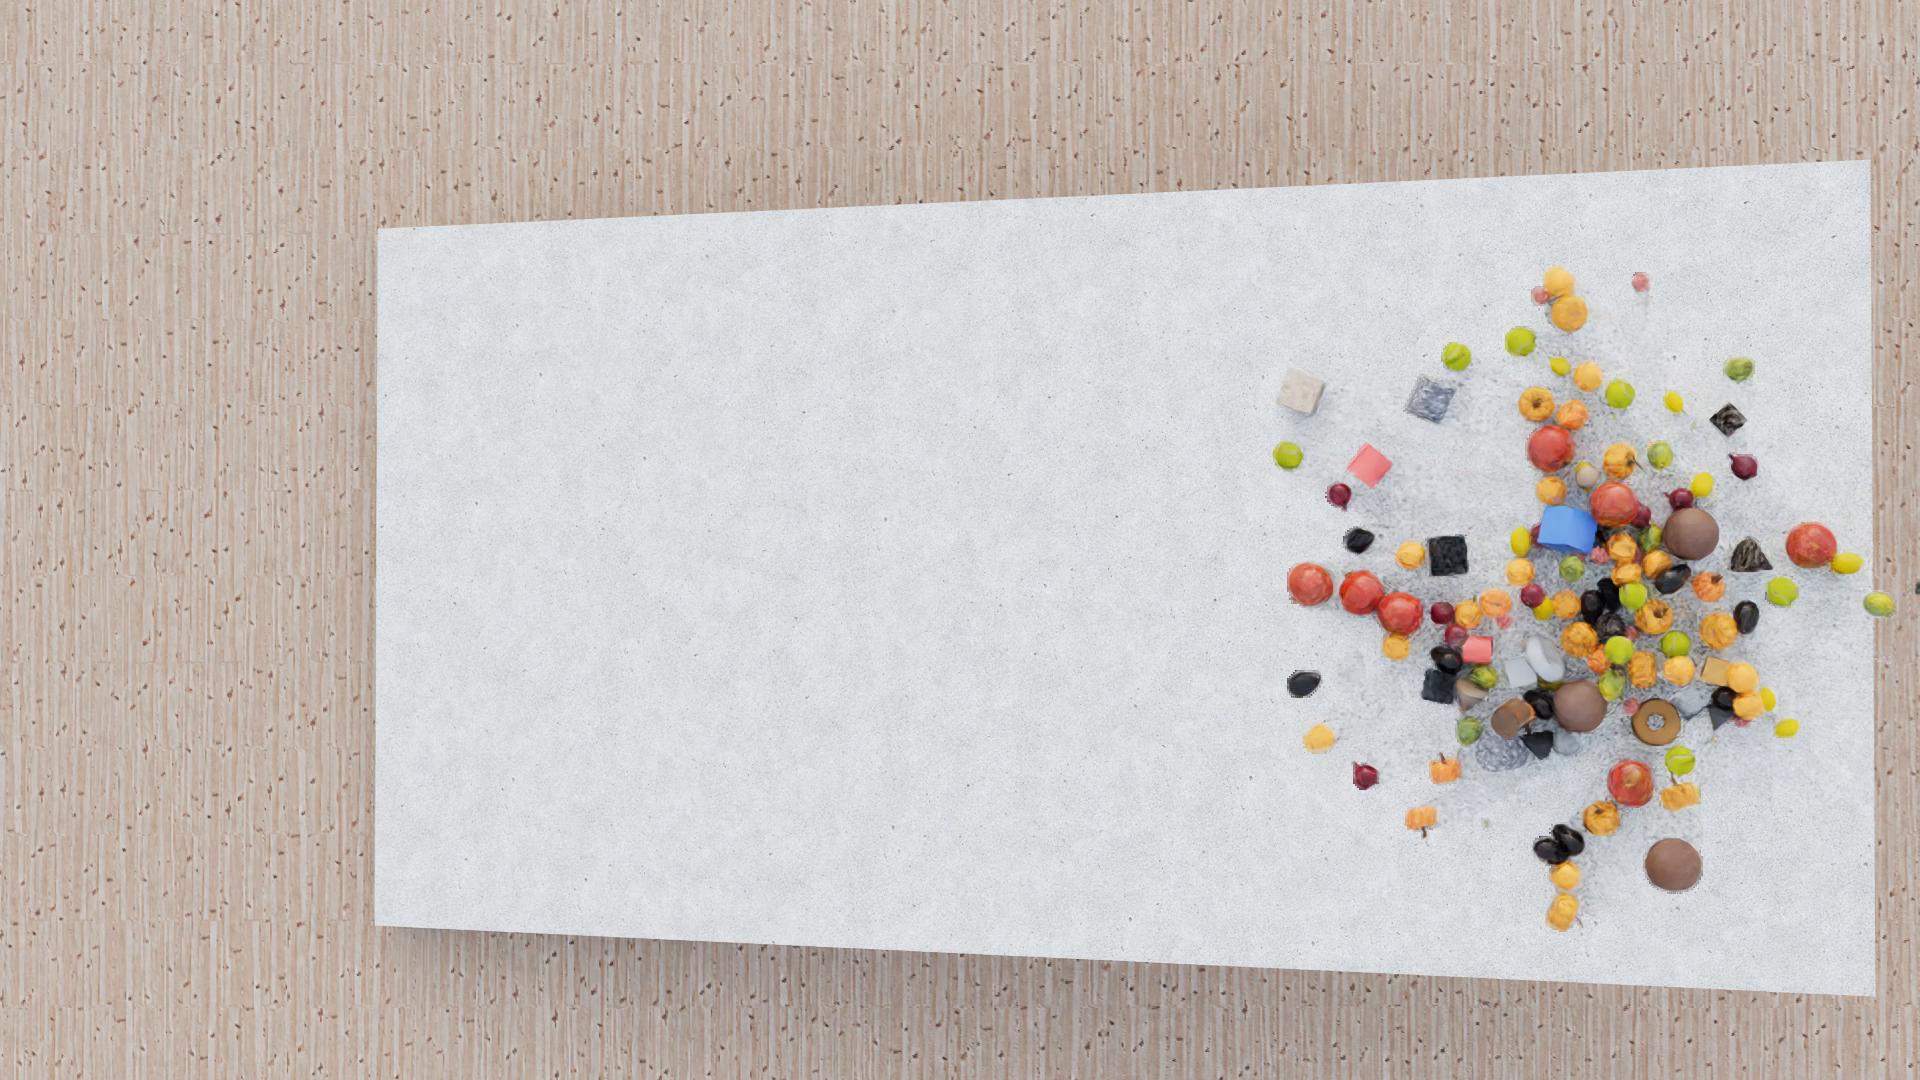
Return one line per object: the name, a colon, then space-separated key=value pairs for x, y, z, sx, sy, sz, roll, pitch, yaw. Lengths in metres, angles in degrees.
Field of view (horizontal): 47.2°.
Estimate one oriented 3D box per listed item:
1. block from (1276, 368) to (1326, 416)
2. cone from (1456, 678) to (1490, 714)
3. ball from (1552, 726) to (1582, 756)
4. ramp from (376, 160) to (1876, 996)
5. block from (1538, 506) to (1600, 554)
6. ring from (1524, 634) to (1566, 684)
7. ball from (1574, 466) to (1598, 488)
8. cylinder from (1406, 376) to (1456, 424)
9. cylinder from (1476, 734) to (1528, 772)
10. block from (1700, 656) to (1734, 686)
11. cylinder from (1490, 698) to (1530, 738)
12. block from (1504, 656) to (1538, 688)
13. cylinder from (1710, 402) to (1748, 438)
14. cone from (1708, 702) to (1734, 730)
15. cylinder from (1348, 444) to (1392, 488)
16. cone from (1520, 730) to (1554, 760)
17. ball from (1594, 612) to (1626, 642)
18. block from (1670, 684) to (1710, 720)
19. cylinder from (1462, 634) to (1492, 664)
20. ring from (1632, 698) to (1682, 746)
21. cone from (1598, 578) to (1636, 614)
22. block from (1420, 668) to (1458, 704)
block: x=0.866 y=-0.373 z=5.577 sx=0.091 sy=0.091 sz=0.091 roll=22 pitch=95 yaw=15
cone: x=1.264 y=0.403 z=5.483 sx=0.087 sy=0.087 sz=0.087 roll=12 pitch=120 yaw=0
ball: x=1.489 y=0.493 z=5.402 sx=0.074 sy=0.074 sz=0.074 roll=0 pitch=89 yaw=0
ramp: x=0.266 y=0.097 z=5.833 sx=4.000 sy=0.100 sz=2.000 roll=0 pitch=89 yaw=15
block: x=1.486 y=-0.024 z=5.373 sx=0.092 sy=0.092 sz=0.092 roll=19 pitch=82 yaw=-32
ring: x=1.432 y=0.291 z=5.387 sx=0.044 sy=0.132 sz=0.132 roll=-38 pitch=89 yaw=34
ball: x=1.527 y=-0.154 z=5.358 sx=0.056 sy=0.056 sz=0.056 roll=0 pitch=89 yaw=0
cylinder: x=1.175 y=-0.349 z=5.491 sx=0.092 sy=0.092 sz=0.092 roll=24 pitch=96 yaw=0
cylinder: x=1.334 y=0.522 z=5.417 sx=0.095 sy=0.095 sz=0.095 roll=0 pitch=91 yaw=41
block: x=1.830 y=0.317 z=5.318 sx=0.060 sy=0.060 sz=0.060 roll=16 pitch=93 yaw=15
cylinder: x=1.332 y=0.431 z=5.319 sx=0.073 sy=0.073 sz=0.073 roll=15 pitch=118 yaw=31
block: x=1.389 y=0.325 z=5.436 sx=0.066 sy=0.066 sz=0.066 roll=-14 pitch=86 yaw=15
cylinder: x=1.859 y=-0.290 z=5.318 sx=0.062 sy=0.062 sz=0.062 roll=-40 pitch=86 yaw=-1
cone: x=1.836 y=0.438 z=5.331 sx=0.064 sy=0.064 sz=0.064 roll=7 pitch=119 yaw=0
cylinder: x=1.032 y=-0.186 z=5.533 sx=0.082 sy=0.082 sz=0.082 roll=39 pitch=100 yaw=1
cone: x=1.405 y=0.493 z=5.408 sx=0.076 sy=0.076 sz=0.076 roll=19 pitch=89 yaw=-16
ball: x=1.589 y=0.213 z=5.376 sx=0.071 sy=0.071 sz=0.071 roll=0 pitch=89 yaw=0
block: x=1.767 y=0.394 z=5.332 sx=0.064 sy=0.064 sz=0.064 roll=-41 pitch=79 yaw=11
cylinder: x=1.286 y=0.271 z=5.463 sx=0.069 sy=0.069 sz=0.069 roll=2 pitch=89 yaw=15
ring: x=1.697 y=0.445 z=5.360 sx=0.117 sy=0.039 sz=0.117 roll=-3 pitch=82 yaw=20
cone: x=1.605 y=0.152 z=5.394 sx=0.089 sy=0.089 sz=0.089 roll=-1 pitch=118 yaw=0
block: x=1.194 y=0.366 z=5.485 sx=0.073 sy=0.073 sz=0.073 roll=12 pitch=92 yaw=15
